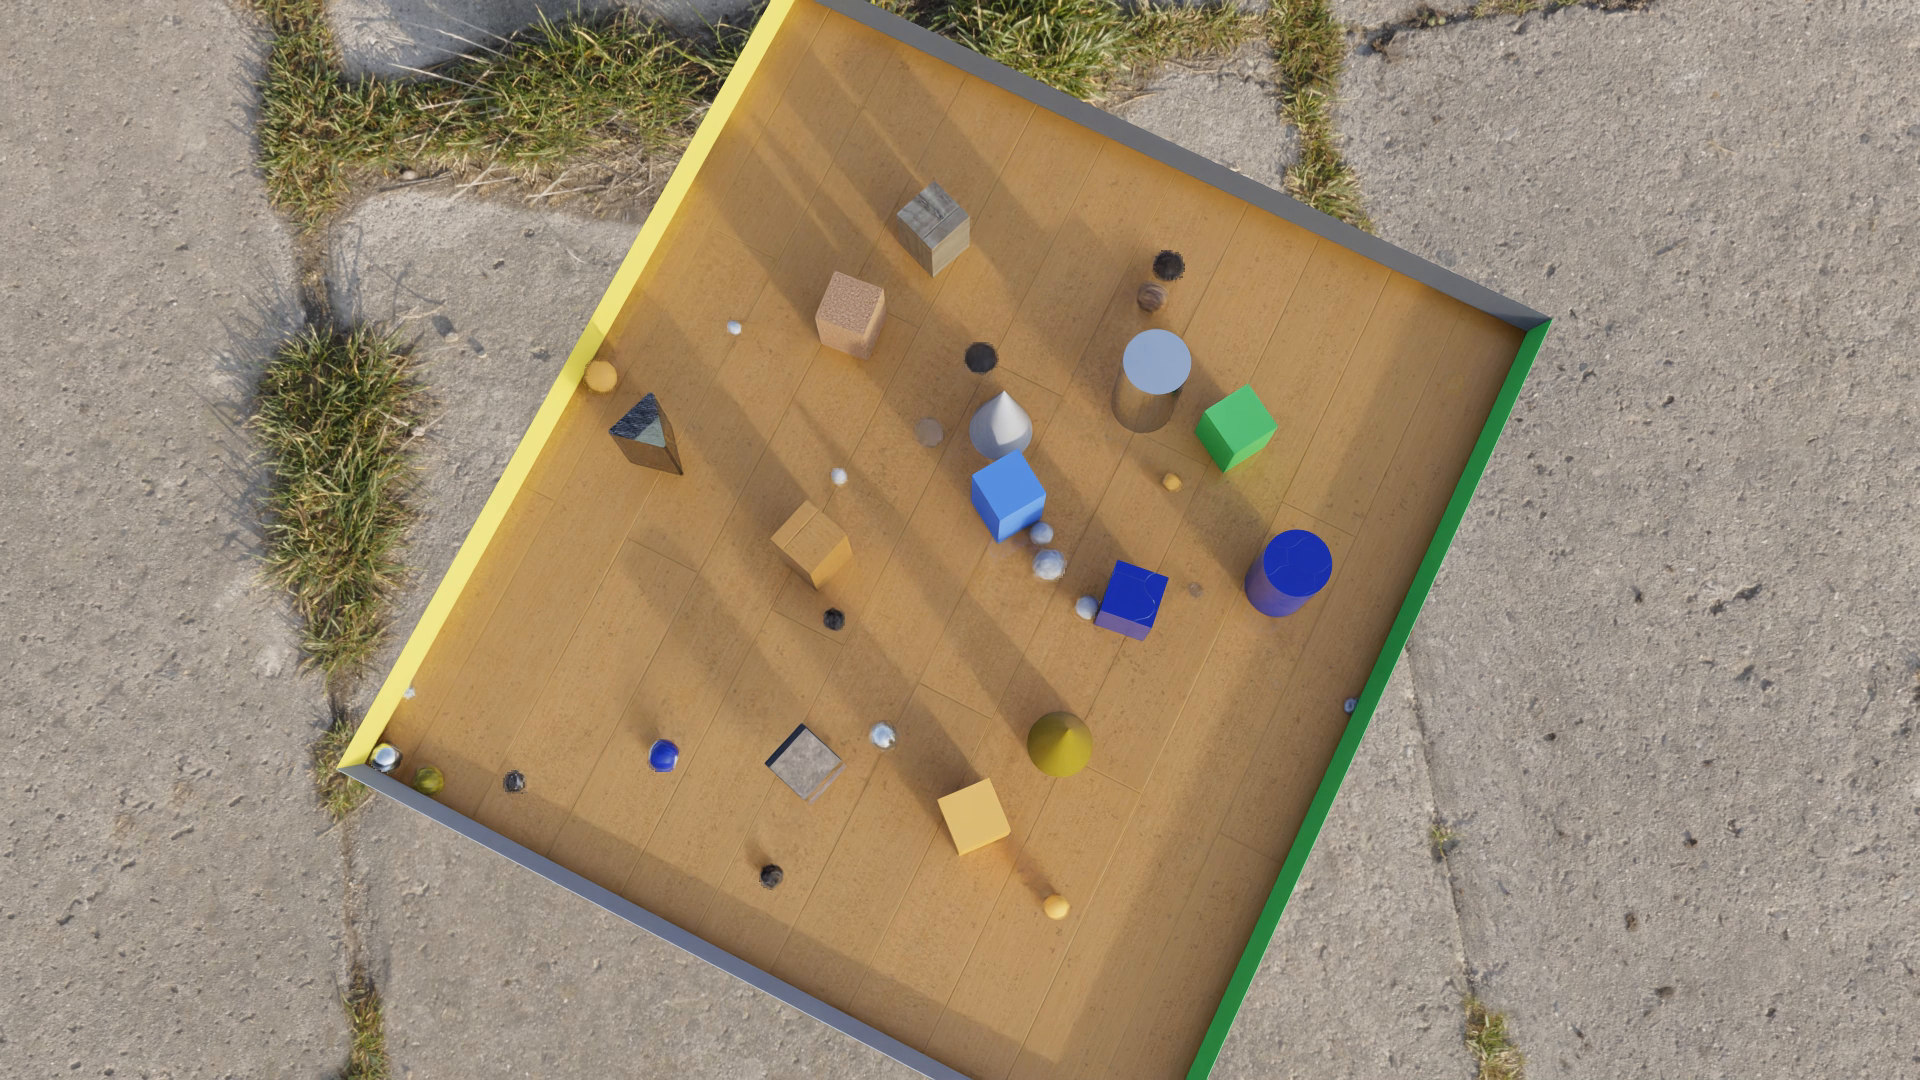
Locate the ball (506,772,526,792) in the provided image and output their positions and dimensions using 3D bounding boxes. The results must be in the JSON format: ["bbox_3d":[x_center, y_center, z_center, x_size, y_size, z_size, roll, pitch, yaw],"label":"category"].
[{"bbox_3d":[-1.318,0.718,5.438,0.059,0.059,0.059,0,78,0],"label":"ball"}]

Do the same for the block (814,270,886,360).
[{"bbox_3d":[-0.333,-0.685,5.625,0.158,0.261,0.158,21,79,4],"label":"block"}]

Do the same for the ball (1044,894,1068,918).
[{"bbox_3d":[0.280,1.071,5.358,0.072,0.072,0.072,0,78,0],"label":"ball"}]

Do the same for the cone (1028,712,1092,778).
[{"bbox_3d":[0.300,0.566,5.269,0.197,0.450,0.197,0,78,0],"label":"cone"}]

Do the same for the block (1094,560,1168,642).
[{"bbox_3d":[0.506,0.183,5.443,0.158,0.265,0.158,19,79,4],"label":"block"}]

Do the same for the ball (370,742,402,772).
[{"bbox_3d":[-1.703,0.645,5.436,0.092,0.092,0.092,0,78,0],"label":"ball"}]

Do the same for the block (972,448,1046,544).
[{"bbox_3d":[0.142,-0.127,5.471,0.158,0.337,0.158,-30,80,-6],"label":"block"}]

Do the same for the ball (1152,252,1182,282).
[{"bbox_3d":[0.650,-0.856,5.746,0.094,0.094,0.094,0,78,0],"label":"ball"}]

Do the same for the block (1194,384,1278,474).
[{"bbox_3d":[0.836,-0.336,5.564,0.158,0.240,0.158,-32,80,-6],"label":"block"}]

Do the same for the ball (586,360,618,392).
[{"bbox_3d":[-1.111,-0.506,5.671,0.098,0.098,0.098,0,78,0],"label":"ball"}]

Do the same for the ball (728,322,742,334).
[{"bbox_3d":[-0.704,-0.663,5.733,0.042,0.042,0.042,0,78,0],"label":"ball"}]

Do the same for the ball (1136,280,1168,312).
[{"bbox_3d":[0.600,-0.760,5.724,0.098,0.098,0.098,0,78,0],"label":"ball"}]

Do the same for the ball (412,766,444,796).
[{"bbox_3d":[-1.574,0.712,5.424,0.088,0.088,0.088,0,78,0],"label":"ball"}]

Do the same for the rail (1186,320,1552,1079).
[{"bbox_3d":[1.162,0.576,5.431,0.045,0.128,2.862,26,80,5],"label":"rail"}]

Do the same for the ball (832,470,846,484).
[{"bbox_3d":[-0.372,-0.194,5.632,0.048,0.048,0.048,0,78,0],"label":"ball"}]

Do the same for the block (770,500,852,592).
[{"bbox_3d":[-0.439,0.021,5.459,0.158,0.300,0.158,41,81,8],"label":"block"}]

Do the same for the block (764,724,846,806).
[{"bbox_3d":[-0.449,0.658,5.357,0.158,0.242,0.158,42,81,8],"label":"block"}]

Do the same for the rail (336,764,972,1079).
[{"bbox_3d":[-0.629,1.239,5.294,2.645,0.128,0.045,26,80,5],"label":"rail"}]

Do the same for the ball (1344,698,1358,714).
[{"bbox_3d":[1.175,0.496,5.489,0.048,0.048,0.048,0,78,0],"label":"ball"}]

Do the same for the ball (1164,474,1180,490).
[{"bbox_3d":[0.651,-0.179,5.628,0.051,0.051,0.051,0,78,0],"label":"ball"}]

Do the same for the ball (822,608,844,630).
[{"bbox_3d":[-0.384,0.238,5.535,0.064,0.064,0.064,0,78,0],"label":"ball"}]

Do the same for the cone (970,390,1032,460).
[{"bbox_3d":[0.127,-0.386,5.474,0.197,0.435,0.197,0,78,0],"label":"cone"}]

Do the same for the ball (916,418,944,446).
[{"bbox_3d":[-0.094,-0.331,5.640,0.088,0.088,0.088,0,78,0],"label":"ball"}]

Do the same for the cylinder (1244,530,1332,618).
[{"bbox_3d":[0.966,0.102,5.412,0.197,0.360,0.197,0,78,0],"label":"cylinder"}]

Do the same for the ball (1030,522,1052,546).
[{"bbox_3d":[0.247,-0.019,5.584,0.071,0.071,0.071,0,78,0],"label":"ball"}]

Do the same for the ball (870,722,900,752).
[{"bbox_3d":[-0.224,0.586,5.449,0.090,0.090,0.090,0,78,0],"label":"ball"}]

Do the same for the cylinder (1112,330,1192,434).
[{"bbox_3d":[0.569,-0.471,5.495,0.197,0.430,0.197,0,78,0],"label":"cylinder"}]

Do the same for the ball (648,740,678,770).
[{"bbox_3d":[-0.880,0.638,5.439,0.089,0.089,0.089,0,78,0],"label":"ball"}]

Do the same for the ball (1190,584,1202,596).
[{"bbox_3d":[0.718,0.152,5.565,0.040,0.040,0.040,0,78,0],"label":"ball"}]

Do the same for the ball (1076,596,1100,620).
[{"bbox_3d":[0.385,0.204,5.538,0.071,0.071,0.071,0,78,0],"label":"ball"}]

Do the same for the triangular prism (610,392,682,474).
[{"bbox_3d":[-0.920,-0.327,5.507,0.171,0.347,0.148,15,79,3],"label":"triangular prism"}]

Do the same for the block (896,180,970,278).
[{"bbox_3d":[-0.082,-0.961,5.686,0.158,0.254,0.158,-43,81,-8],"label":"block"}]

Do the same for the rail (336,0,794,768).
[{"bbox_3d":[-1.162,-0.562,5.667,0.045,0.128,2.862,26,80,5],"label":"rail"}]

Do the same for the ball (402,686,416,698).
[{"bbox_3d":[-1.656,0.456,5.502,0.041,0.041,0.041,0,78,0],"label":"ball"}]

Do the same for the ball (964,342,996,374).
[{"bbox_3d":[0.064,-0.562,5.683,0.098,0.098,0.098,0,78,0],"label":"ball"}]

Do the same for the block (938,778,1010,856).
[{"bbox_3d":[0.040,0.802,5.285,0.158,0.324,0.158,-22,79,-4],"label":"block"}]

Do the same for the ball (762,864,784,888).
[{"bbox_3d":[-0.551,0.986,5.379,0.066,0.066,0.066,0,78,0],"label":"ball"}]

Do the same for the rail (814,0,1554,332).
[{"bbox_3d":[0.629,-1.226,5.804,2.645,0.128,0.045,26,80,5],"label":"rail"}]

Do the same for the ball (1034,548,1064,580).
[{"bbox_3d":[0.268,0.073,5.554,0.094,0.094,0.094,0,78,0],"label":"ball"}]
